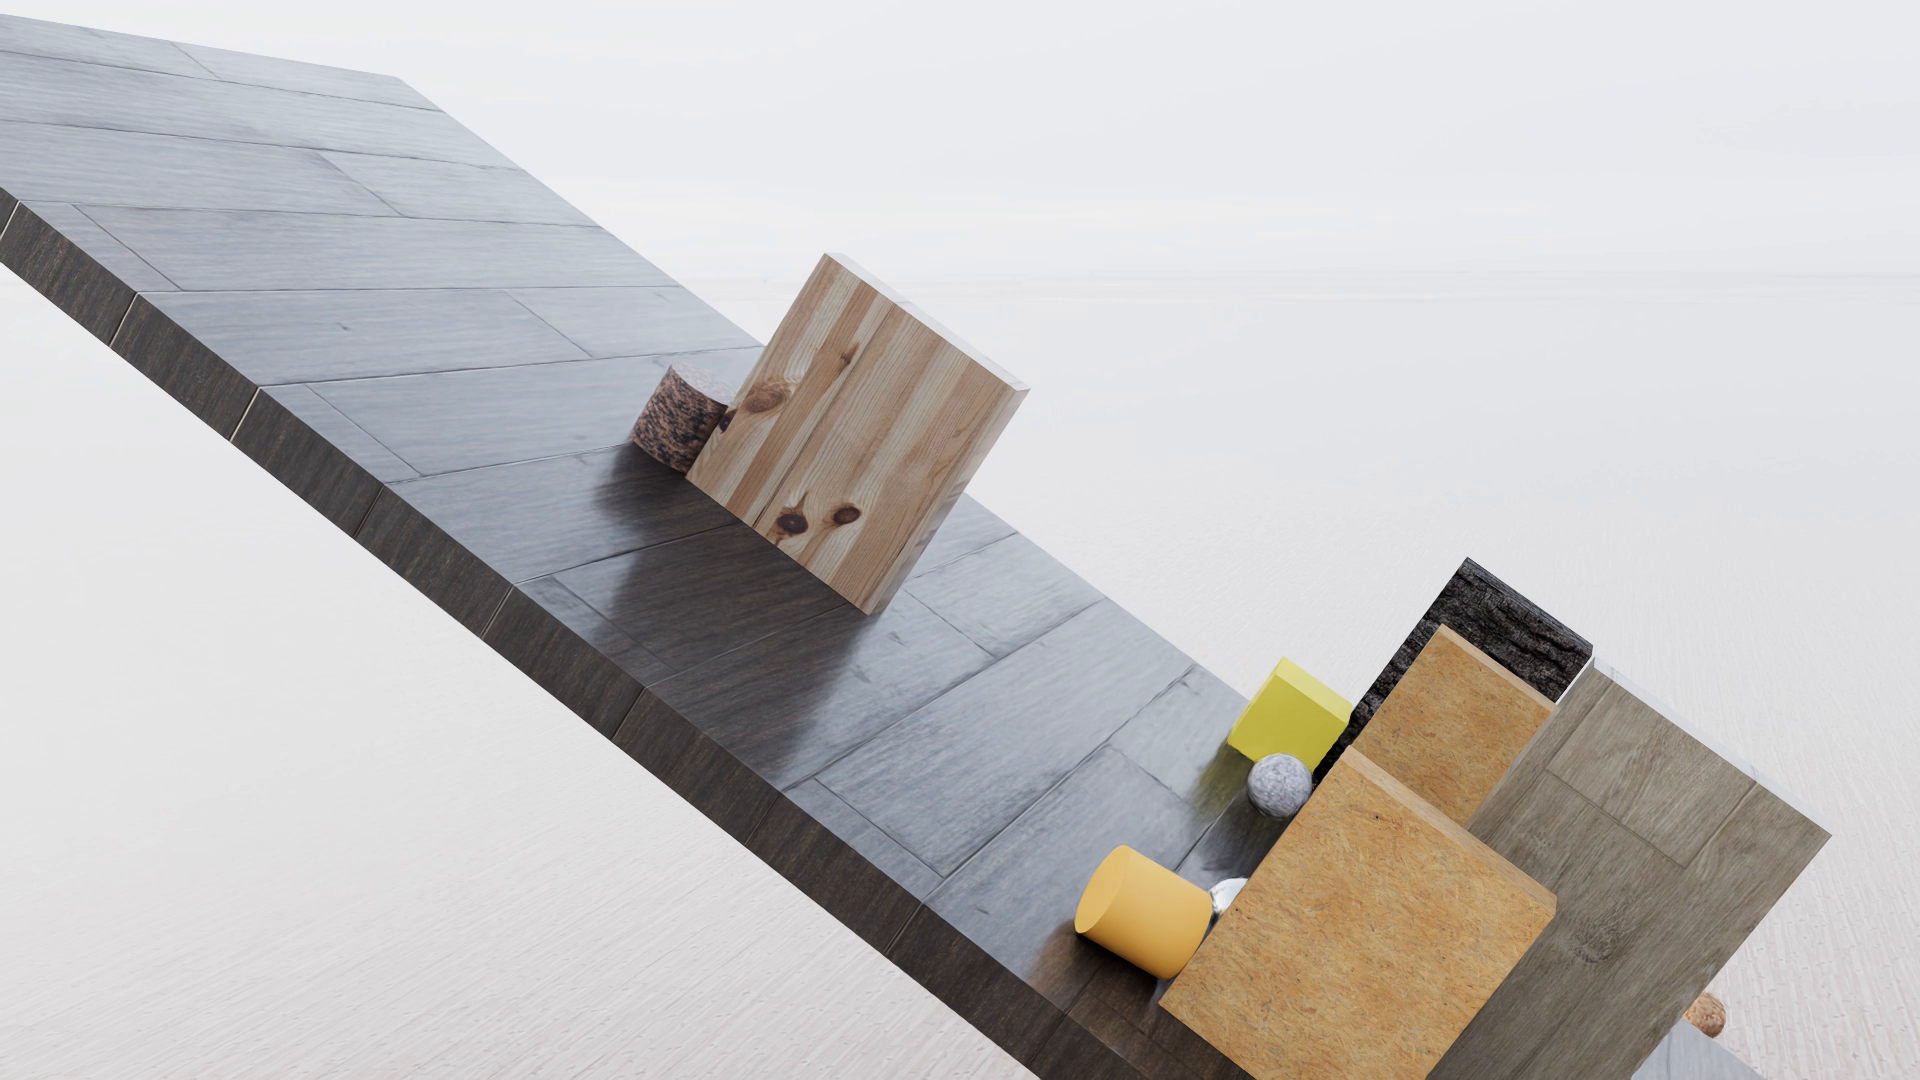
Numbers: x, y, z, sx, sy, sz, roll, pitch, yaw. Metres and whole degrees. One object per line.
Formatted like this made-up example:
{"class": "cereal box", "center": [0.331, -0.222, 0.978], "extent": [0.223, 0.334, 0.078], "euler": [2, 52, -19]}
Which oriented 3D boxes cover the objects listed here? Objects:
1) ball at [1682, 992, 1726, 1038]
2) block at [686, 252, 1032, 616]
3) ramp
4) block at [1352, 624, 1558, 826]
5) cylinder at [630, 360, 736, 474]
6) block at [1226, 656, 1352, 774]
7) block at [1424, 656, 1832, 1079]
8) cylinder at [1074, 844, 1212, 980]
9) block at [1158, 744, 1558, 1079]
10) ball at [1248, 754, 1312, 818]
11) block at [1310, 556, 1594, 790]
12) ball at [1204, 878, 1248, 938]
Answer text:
{"class": "ball", "center": [1.790, 1.151, 5.320], "extent": [0.120, 0.120, 0.120], "euler": [0, 7, 0]}
{"class": "block", "center": [-0.189, -0.192, 3.974], "extent": [0.430, 0.493, 0.095], "euler": [36, 15, 10]}
{"class": "ramp", "center": [-0.111, 0.190, 4.092], "extent": [4.000, 0.100, 2.000], "euler": [36, 15, 10]}
{"class": "block", "center": [0.901, 0.471, 4.132], "extent": [0.359, 0.508, 0.097], "euler": [36, 15, 10]}
{"class": "cylinder", "center": [-0.507, -0.227, 4.081], "extent": [0.153, 0.153, 0.153], "euler": [31, 15, -10]}
{"class": "block", "center": [0.692, 0.383, 4.606], "extent": [0.179, 0.179, 0.179], "euler": [35, 15, 6]}
{"class": "block", "center": [0.934, 0.597, 3.400], "extent": [0.414, 0.727, 0.108], "euler": [36, 15, 10]}
{"class": "cylinder", "center": [0.274, 0.556, 3.282], "extent": [0.148, 0.148, 0.148], "euler": [31, 2, -10]}
{"class": "block", "center": [0.570, 0.593, 3.175], "extent": [0.360, 0.461, 0.098], "euler": [36, 15, 10]}
{"class": "ball", "center": [0.613, 0.472, 4.214], "extent": [0.125, 0.125, 0.125], "euler": [0, 7, 0]}
{"class": "block", "center": [1.013, 0.362, 4.584], "extent": [0.314, 0.568, 0.142], "euler": [36, 15, 10]}
{"class": "ball", "center": [0.437, 0.593, 3.453], "extent": [0.124, 0.124, 0.124], "euler": [0, 7, 0]}
